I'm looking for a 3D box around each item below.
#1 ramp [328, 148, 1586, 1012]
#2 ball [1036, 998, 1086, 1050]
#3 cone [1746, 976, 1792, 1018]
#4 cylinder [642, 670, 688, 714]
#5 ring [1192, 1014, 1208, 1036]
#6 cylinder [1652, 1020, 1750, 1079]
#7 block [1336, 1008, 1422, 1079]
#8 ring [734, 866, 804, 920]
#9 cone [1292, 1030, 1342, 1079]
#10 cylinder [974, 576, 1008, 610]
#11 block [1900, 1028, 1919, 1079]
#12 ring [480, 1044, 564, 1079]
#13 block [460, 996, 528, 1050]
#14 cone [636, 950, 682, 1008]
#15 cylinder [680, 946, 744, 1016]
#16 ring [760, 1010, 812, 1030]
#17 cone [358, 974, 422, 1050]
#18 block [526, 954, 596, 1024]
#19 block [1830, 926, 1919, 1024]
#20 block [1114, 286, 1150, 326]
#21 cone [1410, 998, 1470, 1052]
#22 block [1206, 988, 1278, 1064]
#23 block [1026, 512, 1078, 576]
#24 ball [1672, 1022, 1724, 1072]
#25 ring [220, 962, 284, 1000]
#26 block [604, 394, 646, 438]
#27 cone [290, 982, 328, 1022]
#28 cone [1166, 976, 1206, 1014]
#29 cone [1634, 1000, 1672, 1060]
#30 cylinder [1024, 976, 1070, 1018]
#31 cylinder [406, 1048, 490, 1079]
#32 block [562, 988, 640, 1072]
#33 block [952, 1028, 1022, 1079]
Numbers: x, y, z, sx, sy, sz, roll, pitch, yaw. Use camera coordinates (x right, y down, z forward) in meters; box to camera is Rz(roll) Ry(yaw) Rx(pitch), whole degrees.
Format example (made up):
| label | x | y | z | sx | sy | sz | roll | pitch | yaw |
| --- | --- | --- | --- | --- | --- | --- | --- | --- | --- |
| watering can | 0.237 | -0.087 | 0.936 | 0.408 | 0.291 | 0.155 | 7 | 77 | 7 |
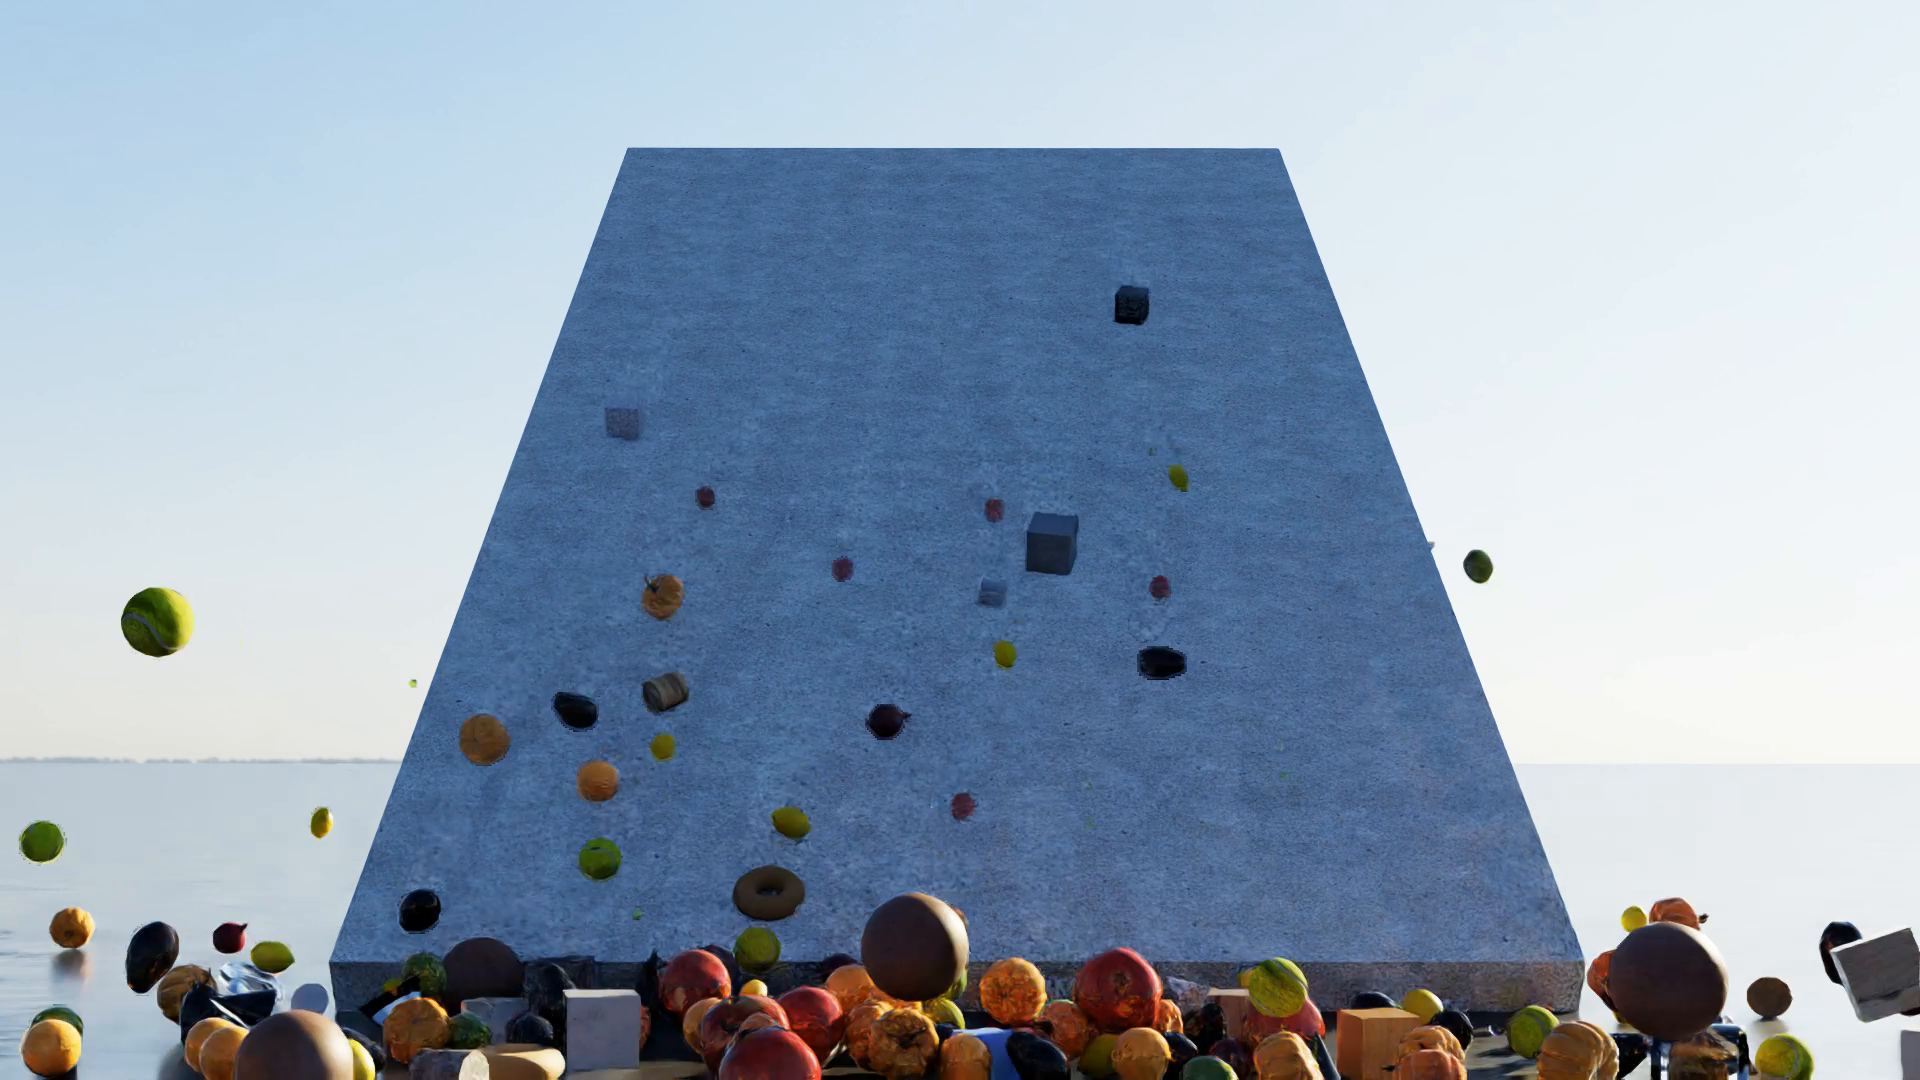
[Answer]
| label | x | y | z | sx | sy | sz | roll | pitch | yaw |
| --- | --- | --- | --- | --- | --- | --- | --- | --- | --- |
| ramp | -0.011 | -0.223 | 5.582 | 2.000 | 0.100 | 4.000 | 0 | 28 | 0 |
| ball | 0.141 | 0.680 | 3.349 | 0.070 | 0.070 | 0.070 | 0 | -5 | 0 |
| cone | 1.288 | 0.740 | 3.797 | 0.068 | 0.068 | 0.068 | -2 | -32 | 19 |
| cylinder | -0.550 | 0.283 | 4.451 | 0.063 | 0.063 | 0.063 | -21 | 8 | -34 |
| ring | 0.383 | 0.719 | 3.538 | 0.079 | 0.026 | 0.079 | 0 | -3 | 0 |
| cylinder | 0.871 | 0.616 | 2.805 | 0.096 | 0.096 | 0.096 | -2 | -6 | 26 |
| block | 0.535 | 0.645 | 3.049 | 0.080 | 0.080 | 0.080 | 1 | -3 | -14 |
| ring | -0.314 | 0.580 | 3.919 | 0.117 | 0.039 | 0.117 | 1 | 32 | 0 |
| cone | 0.430 | 0.631 | 2.873 | 0.081 | 0.081 | 0.081 | 0 | -5 | 0 |
| cylinder | 0.063 | 0.105 | 4.792 | 0.051 | 0.051 | 0.051 | 28 | -12 | -13 |
| block | 1.140 | 0.605 | 2.696 | 0.100 | 0.100 | 0.100 | 3 | -6 | -33 |
| ring | -0.563 | 0.664 | 3.016 | 0.125 | 0.042 | 0.125 | 0 | -4 | 0 |
| block | -0.659 | 0.683 | 3.372 | 0.066 | 0.066 | 0.066 | -3 | -6 | 28 |
| cone | -0.462 | 0.660 | 3.612 | 0.083 | 0.083 | 0.083 | -2 | -4 | 0 |
| cylinder | -0.375 | 0.670 | 3.623 | 0.090 | 0.090 | 0.090 | 0 | -21 | 0 |
| ring | -0.263 | 0.725 | 3.601 | 0.080 | 0.027 | 0.080 | -1 | -6 | 0 |
| cone | -0.770 | 0.669 | 3.309 | 0.096 | 0.096 | 0.096 | -30 | -4 | -2 |
| block | -0.601 | 0.679 | 3.607 | 0.088 | 0.088 | 0.088 | -3 | -4 | -1 |
| block | 0.977 | 0.459 | 2.523 | 0.079 | 0.079 | 0.079 | -22 | -13 | 11 |
| block | 0.440 | -0.602 | 6.114 | 0.073 | 0.073 | 0.073 | 8 | 29 | 15 |
| cone | 0.676 | 0.653 | 3.295 | 0.077 | 0.077 | 0.077 | -44 | -26 | 23 |
| block | 0.383 | 0.659 | 3.234 | 0.090 | 0.090 | 0.090 | -1 | -5 | 9 |
| block | 0.191 | 0.008 | 4.945 | 0.091 | 0.091 | 0.091 | 6 | 29 | 11 |
| ball | 0.931 | 0.640 | 3.011 | 0.062 | 0.062 | 0.062 | 0 | -5 | 0 |
| ring | -1.175 | 0.735 | 3.956 | 0.113 | 0.038 | 0.113 | 26 | -3 | 1 |
| block | -0.772 | -0.285 | 5.507 | 0.076 | 0.076 | 0.076 | 2 | 28 | 4 |
| cone | -0.946 | 0.685 | 3.506 | 0.057 | 0.057 | 0.057 | -1 | -22 | 7 |
| cone | 0.327 | 0.670 | 3.571 | 0.057 | 0.057 | 0.057 | 6 | 25 | -48 |
| cone | 0.926 | 0.648 | 3.204 | 0.072 | 0.072 | 0.072 | -31 | -15 | -9 |
| cylinder | 0.134 | 0.706 | 3.676 | 0.062 | 0.062 | 0.062 | 6 | -5 | -2 |
| cylinder | -0.594 | 0.626 | 2.768 | 0.069 | 0.069 | 0.069 | -2 | -6 | 19 |
| block | -0.478 | 0.651 | 3.173 | 0.095 | 0.095 | 0.095 | 1 | -5 | -13 |
| block | 0.033 | 0.651 | 3.002 | 0.064 | 0.064 | 0.064 | 3 | -6 | -33 |
